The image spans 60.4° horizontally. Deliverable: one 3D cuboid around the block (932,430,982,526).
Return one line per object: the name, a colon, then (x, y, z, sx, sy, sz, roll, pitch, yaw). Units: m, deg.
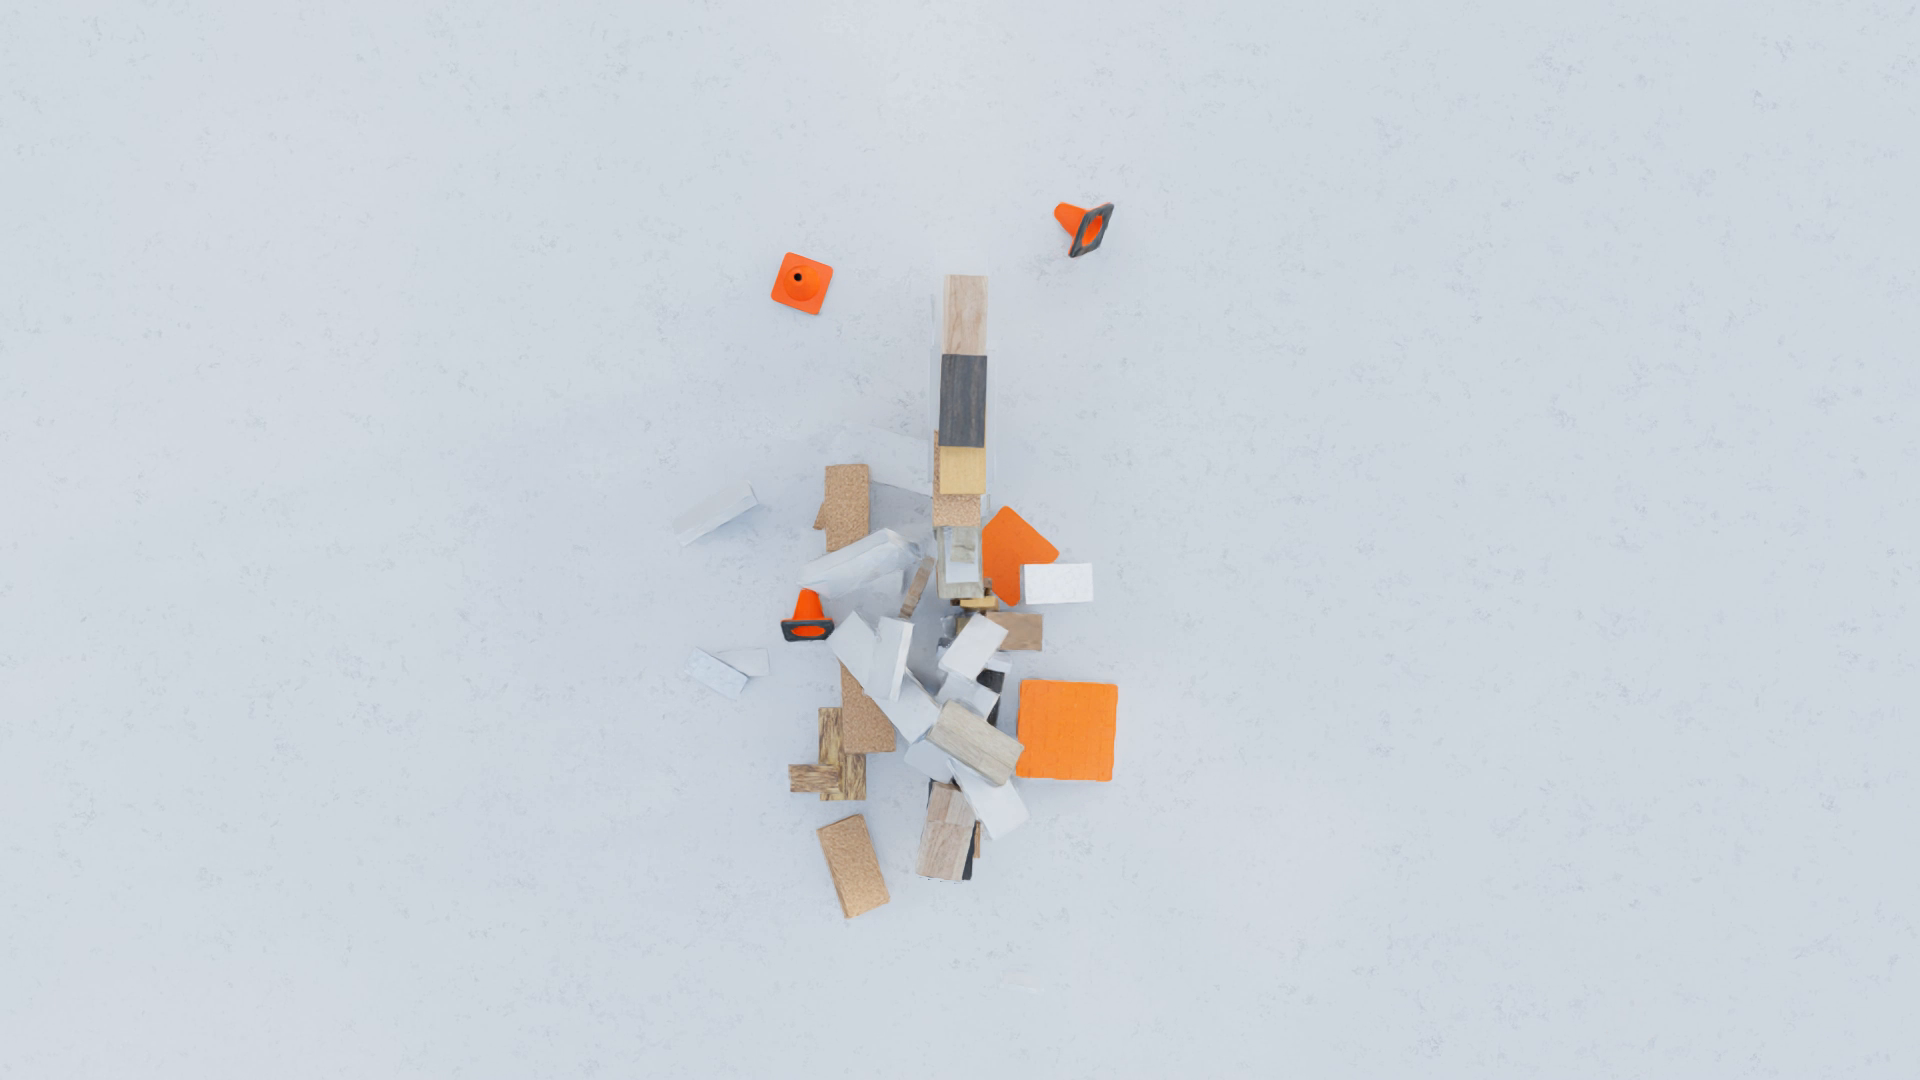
block: (-0.007, -0.164, 4.389, 0.127, 0.036, 0.255, 1, 90, 0)

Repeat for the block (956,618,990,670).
block: (0.044, 0.420, 5.389, 0.112, 0.032, 0.333, 0, 88, -5)

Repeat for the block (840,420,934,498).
block: (-0.216, -0.266, 5.475, 0.348, 0.049, 0.174, 15, 90, 0)

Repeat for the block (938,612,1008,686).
block: (0.042, 0.345, 5.235, 0.120, 0.034, 0.240, 30, 50, 10)

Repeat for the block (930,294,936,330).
block: (-0.008, -0.584, 4.835, 0.138, 0.039, 0.276, -4, 91, 0)

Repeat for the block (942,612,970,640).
block: (0.006, 0.334, 5.444, 0.093, 0.026, 0.186, -13, 73, -5)

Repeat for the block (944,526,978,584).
block: (0.004, 0.032, 5.160, 0.101, 0.029, 0.202, -3, 89, 0)

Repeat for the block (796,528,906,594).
block: (-0.356, 0.070, 5.447, 0.348, 0.049, 0.174, 8, 90, 0)

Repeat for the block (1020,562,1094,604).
block: (0.318, 0.142, 5.427, 0.255, 0.036, 0.127, -1, 90, -26)

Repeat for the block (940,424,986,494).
block: (0.009, -0.241, 4.355, 0.120, 0.034, 0.239, 1, 90, 0)

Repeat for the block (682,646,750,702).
block: (-0.809, 0.444, 5.462, 0.203, 0.026, 0.090, 30, 90, 0)

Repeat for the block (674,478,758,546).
block: (-0.805, -0.092, 5.425, 0.282, 0.141, 0.040, -30, 117, -1)

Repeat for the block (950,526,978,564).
block: (0.014, -0.004, 5.115, 0.075, 0.021, 0.149, 6, 89, 0)

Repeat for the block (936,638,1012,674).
block: (0.045, 0.371, 5.311, 0.240, 0.120, 0.034, 14, 100, -3)

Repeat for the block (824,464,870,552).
block: (-0.370, -0.105, 5.412, 0.141, 0.040, 0.282, -1, 82, 0)

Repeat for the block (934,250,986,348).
block: (0.001, -0.651, 4.522, 0.137, 0.039, 0.275, 1, 90, 0)

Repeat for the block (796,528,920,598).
block: (-0.323, 0.077, 5.235, 0.362, 0.174, 0.049, -24, 59, 26)

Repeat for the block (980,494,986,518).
block: (0.001, -0.233, 5.154, 0.161, 0.046, 0.322, 0, 90, 0)

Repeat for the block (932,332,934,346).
block: (-0.007, -0.560, 4.678, 0.137, 0.274, 0.039, -2, 91, 0)

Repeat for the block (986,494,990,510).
block: (0.015, -0.123, 5.339, 0.161, 0.322, 0.046, 0, 90, 0)

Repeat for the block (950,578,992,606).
block: (0.036, 0.170, 5.384, 0.112, 0.224, 0.032, 2, 72, -5)

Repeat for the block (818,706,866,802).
block: (-0.390, 0.710, 5.478, 0.153, 0.043, 0.306, -1, 90, 0)

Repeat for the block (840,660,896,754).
block: (-0.304, 0.533, 5.438, 0.168, 0.048, 0.336, -3, 78, -4)

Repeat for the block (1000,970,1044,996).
block: (0.206, 1.466, 5.463, 0.142, 0.071, 0.020, 11, 110, 0)

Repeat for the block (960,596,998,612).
block: (0.064, 0.210, 5.334, 0.112, 0.224, 0.032, 0, 83, 4)

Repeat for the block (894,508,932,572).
block: (-0.180, 0.005, 5.486, 0.101, 0.029, 0.202, 32, 90, 0)

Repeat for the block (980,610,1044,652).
block: (0.167, 0.299, 5.410, 0.240, 0.034, 0.120, 6, 85, -36)

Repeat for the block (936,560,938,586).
block: (-0.005, 0.125, 5.359, 0.141, 0.282, 0.040, -1, 73, 0)

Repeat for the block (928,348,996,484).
block: (0.006, -0.331, 4.434, 0.178, 0.050, 0.356, 1, 90, 0)

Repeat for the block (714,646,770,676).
block: (-0.726, 0.411, 5.487, 0.180, 0.026, 0.090, -6, 90, 0)

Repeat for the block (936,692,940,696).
block: (-0.005, 0.667, 5.433, 0.163, 0.046, 0.326, 3, 74, 0)

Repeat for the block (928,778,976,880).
block: (-0.031, 0.933, 5.351, 0.163, 0.046, 0.326, 5, 94, 0)

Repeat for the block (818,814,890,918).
block: (-0.350, 1.076, 5.447, 0.153, 0.043, 0.306, -18, 90, -26)

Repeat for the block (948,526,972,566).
block: (0.001, 0.006, 5.136, 0.075, 0.021, 0.149, -1, 89, 0)

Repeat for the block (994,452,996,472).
block: (0.008, -0.214, 4.659, 0.178, 0.400, 0.050, 1, 91, 0)

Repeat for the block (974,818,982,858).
block: (-0.009, 0.880, 5.435, 0.163, 0.046, 0.326, 3, 79, 0)

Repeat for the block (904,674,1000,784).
block: (-0.028, 0.603, 5.288, 0.168, 0.048, 0.336, 29, 94, 15)

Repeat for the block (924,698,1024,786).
block: (0.046, 0.638, 5.188, 0.286, 0.041, 0.143, 33, 68, -8)

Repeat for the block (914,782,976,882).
block: (-0.041, 0.933, 5.273, 0.153, 0.043, 0.306, 11, 104, -8)

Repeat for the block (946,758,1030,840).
block: (0.087, 0.788, 5.216, 0.143, 0.041, 0.286, -29, 90, -23)

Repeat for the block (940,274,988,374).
block: (0.012, -0.550, 4.405, 0.120, 0.034, 0.333, 2, 72, 0)

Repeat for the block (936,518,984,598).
block: (0.000, 0.043, 5.194, 0.141, 0.040, 0.282, -2, 89, 0)

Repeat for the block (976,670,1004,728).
block: (0.033, 0.582, 5.334, 0.168, 0.048, 0.336, 10, 89, 7)

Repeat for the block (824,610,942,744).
block: (-0.244, 0.444, 5.342, 0.143, 0.041, 0.464, -47, 68, 11)

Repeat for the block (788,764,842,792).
block: (-0.477, 0.787, 5.447, 0.180, 0.025, 0.090, -3, 89, 20)

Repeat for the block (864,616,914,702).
block: (-0.227, 0.381, 5.270, 0.036, 0.127, 0.255, 13, 88, -41)

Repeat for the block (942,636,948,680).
block: (-0.006, 0.373, 5.459, 0.093, 0.026, 0.186, 3, 72, 0)

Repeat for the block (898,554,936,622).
block: (-0.139, 0.157, 5.344, 0.040, 0.282, 0.141, 25, 70, 0)

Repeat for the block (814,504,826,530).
block: (-0.445, -0.012, 5.486, 0.101, 0.029, 0.202, 20, 90, 0)

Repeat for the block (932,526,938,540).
block: (-0.015, -0.039, 5.358, 0.141, 0.282, 0.040, -3, 84, 0)

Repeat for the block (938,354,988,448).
block: (0.008, -0.364, 4.321, 0.120, 0.034, 0.239, 2, 90, 0)
